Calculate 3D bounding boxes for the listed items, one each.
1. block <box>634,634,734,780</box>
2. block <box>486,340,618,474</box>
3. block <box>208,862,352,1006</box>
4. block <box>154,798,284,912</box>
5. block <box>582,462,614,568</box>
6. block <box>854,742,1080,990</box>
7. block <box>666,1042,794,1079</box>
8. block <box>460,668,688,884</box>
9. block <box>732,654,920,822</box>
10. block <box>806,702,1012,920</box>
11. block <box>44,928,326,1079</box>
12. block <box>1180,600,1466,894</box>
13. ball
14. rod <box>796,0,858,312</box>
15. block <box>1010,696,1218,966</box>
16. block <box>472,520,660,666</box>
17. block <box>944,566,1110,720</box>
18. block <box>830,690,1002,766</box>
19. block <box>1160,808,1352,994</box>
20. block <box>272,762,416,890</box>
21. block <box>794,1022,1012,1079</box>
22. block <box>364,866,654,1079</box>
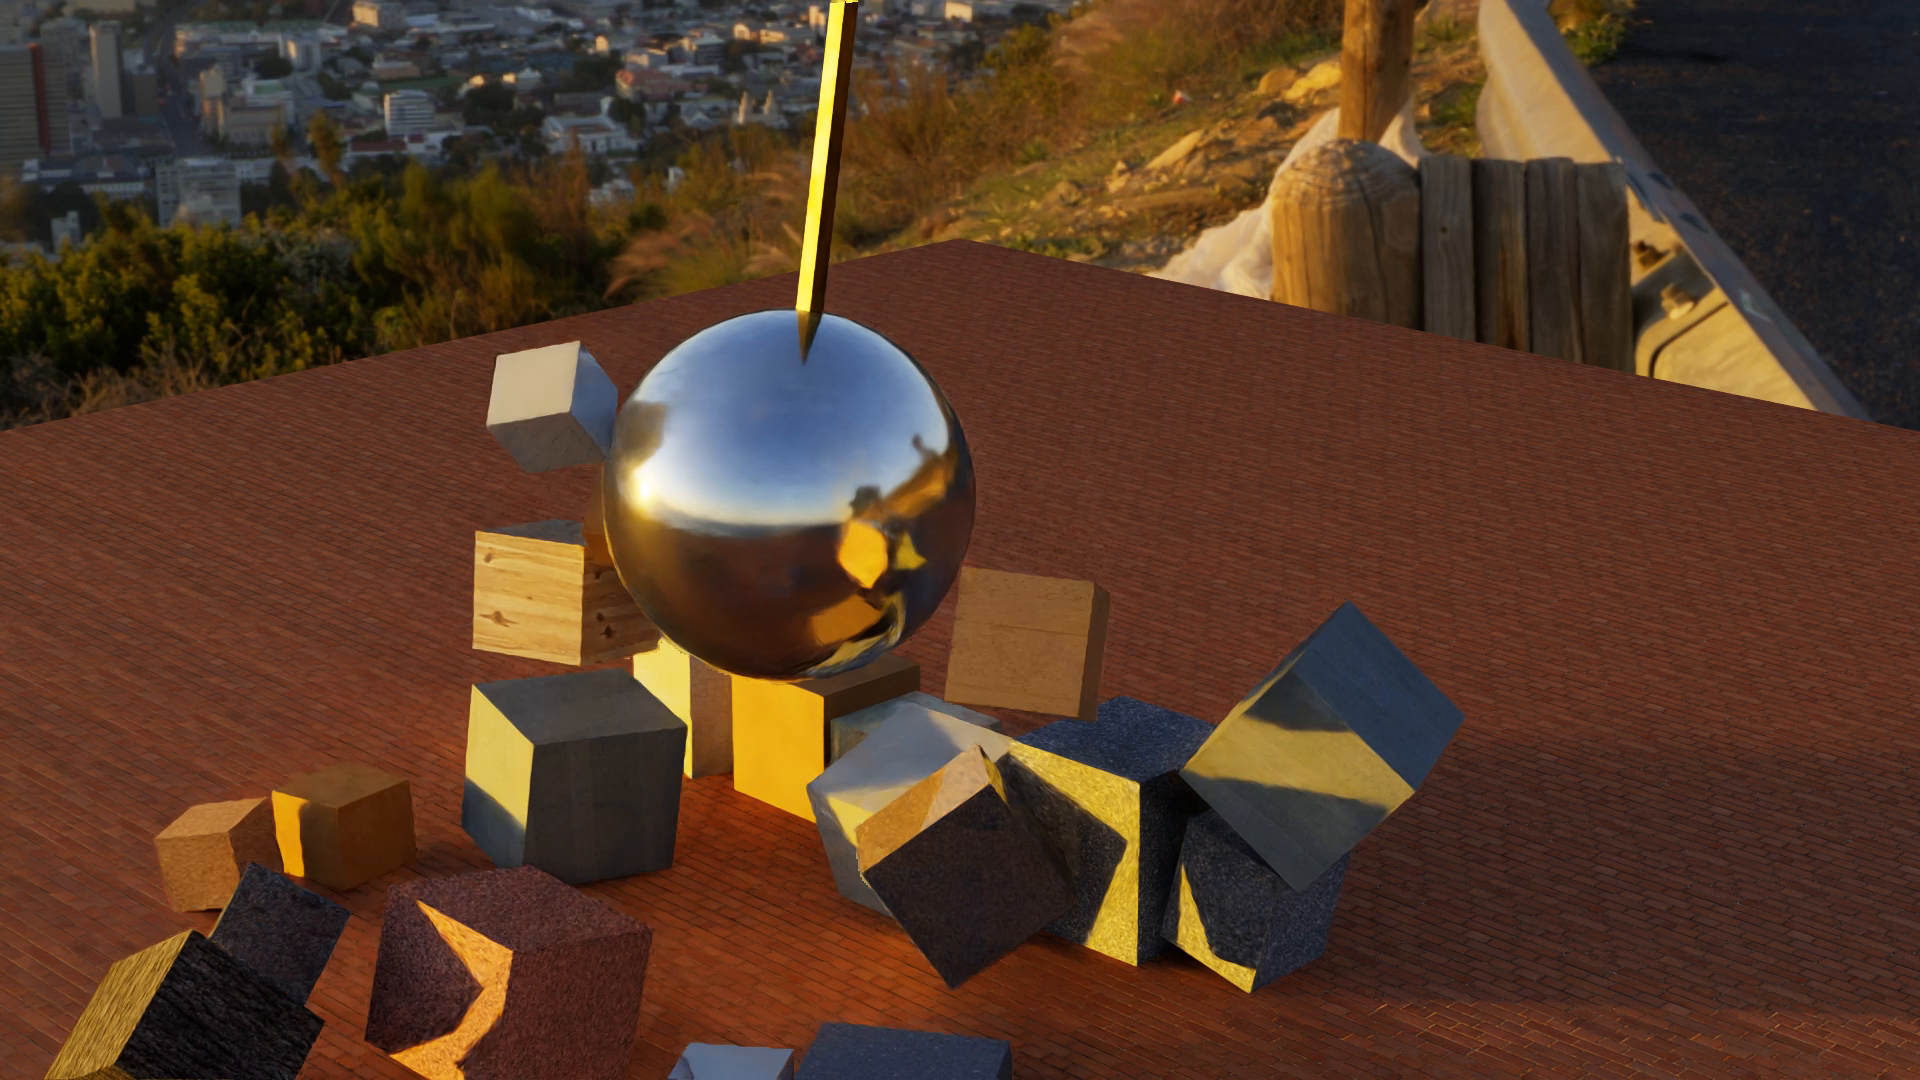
[{"bbox_3d":[-1.213,0.717,14.900,0.660,0.698,0.689,-10,20,-28],"label":"block"},{"bbox_3d":[-1.687,-0.548,12.167,0.382,0.369,0.354,-9,56,18],"label":"block"},{"bbox_3d":[-2.719,1.634,11.404,0.433,0.425,0.511,29,53,-10],"label":"block"},{"bbox_3d":[-3.320,1.412,13.158,0.365,0.355,0.401,-7,16,14],"label":"block"},{"bbox_3d":[-1.525,-0.117,13.715,0.342,0.394,0.404,7,-23,7],"label":"block"},{"bbox_3d":[0.020,1.338,12.092,0.635,0.631,0.540,-35,14,4],"label":"block"},{"bbox_3d":[-0.854,2.109,10.944,0.401,0.328,0.357,2,12,9],"label":"block"},{"bbox_3d":[-1.776,1.086,13.456,0.762,0.724,0.678,-5,24,-32],"label":"block"},{"bbox_3d":[-0.653,0.915,14.325,0.631,0.664,0.664,-16,24,-42],"label":"block"},{"bbox_3d":[-0.139,1.242,13.041,0.687,0.621,0.692,16,42,42],"label":"block"},{"bbox_3d":[-2.824,1.877,10.632,0.649,0.608,0.575,-25,32,45],"label":"block"},{"bbox_3d":[1.499,0.843,12.089,0.688,0.718,0.772,45,32,3],"label":"block"},{"bbox_3d":[-0.731,-0.191,12.515,1.600,1.600,1.600,0,17,0],"label":"ball"},{"bbox_3d":[-0.317,-3.510,11.906,0.080,5.200,0.080,17,14,42],"label":"rod"},{"bbox_3d":[0.747,1.264,12.916,0.738,0.843,0.756,16,23,41],"label":"block"},{"bbox_3d":[-1.910,0.246,14.286,0.656,0.575,0.622,7,9,30],"label":"block"},{"bbox_3d":[0.273,0.412,11.519,0.519,0.518,0.575,7,-4,10],"label":"block"},{"bbox_3d":[-0.208,1.108,13.922,0.568,0.538,0.578,-17,24,-42],"label":"block"},{"bbox_3d":[1.260,1.482,12.470,0.501,0.588,0.514,30,32,34],"label":"block"},{"bbox_3d":[-2.829,1.310,13.486,0.439,0.395,0.441,10,20,36],"label":"block"},{"bbox_3d":[-0.231,2.173,10.313,0.692,0.603,0.714,4,23,13],"label":"block"},{"bbox_3d":[-1.758,1.732,11.424,0.744,0.646,0.717,19,14,38],"label":"block"}]
